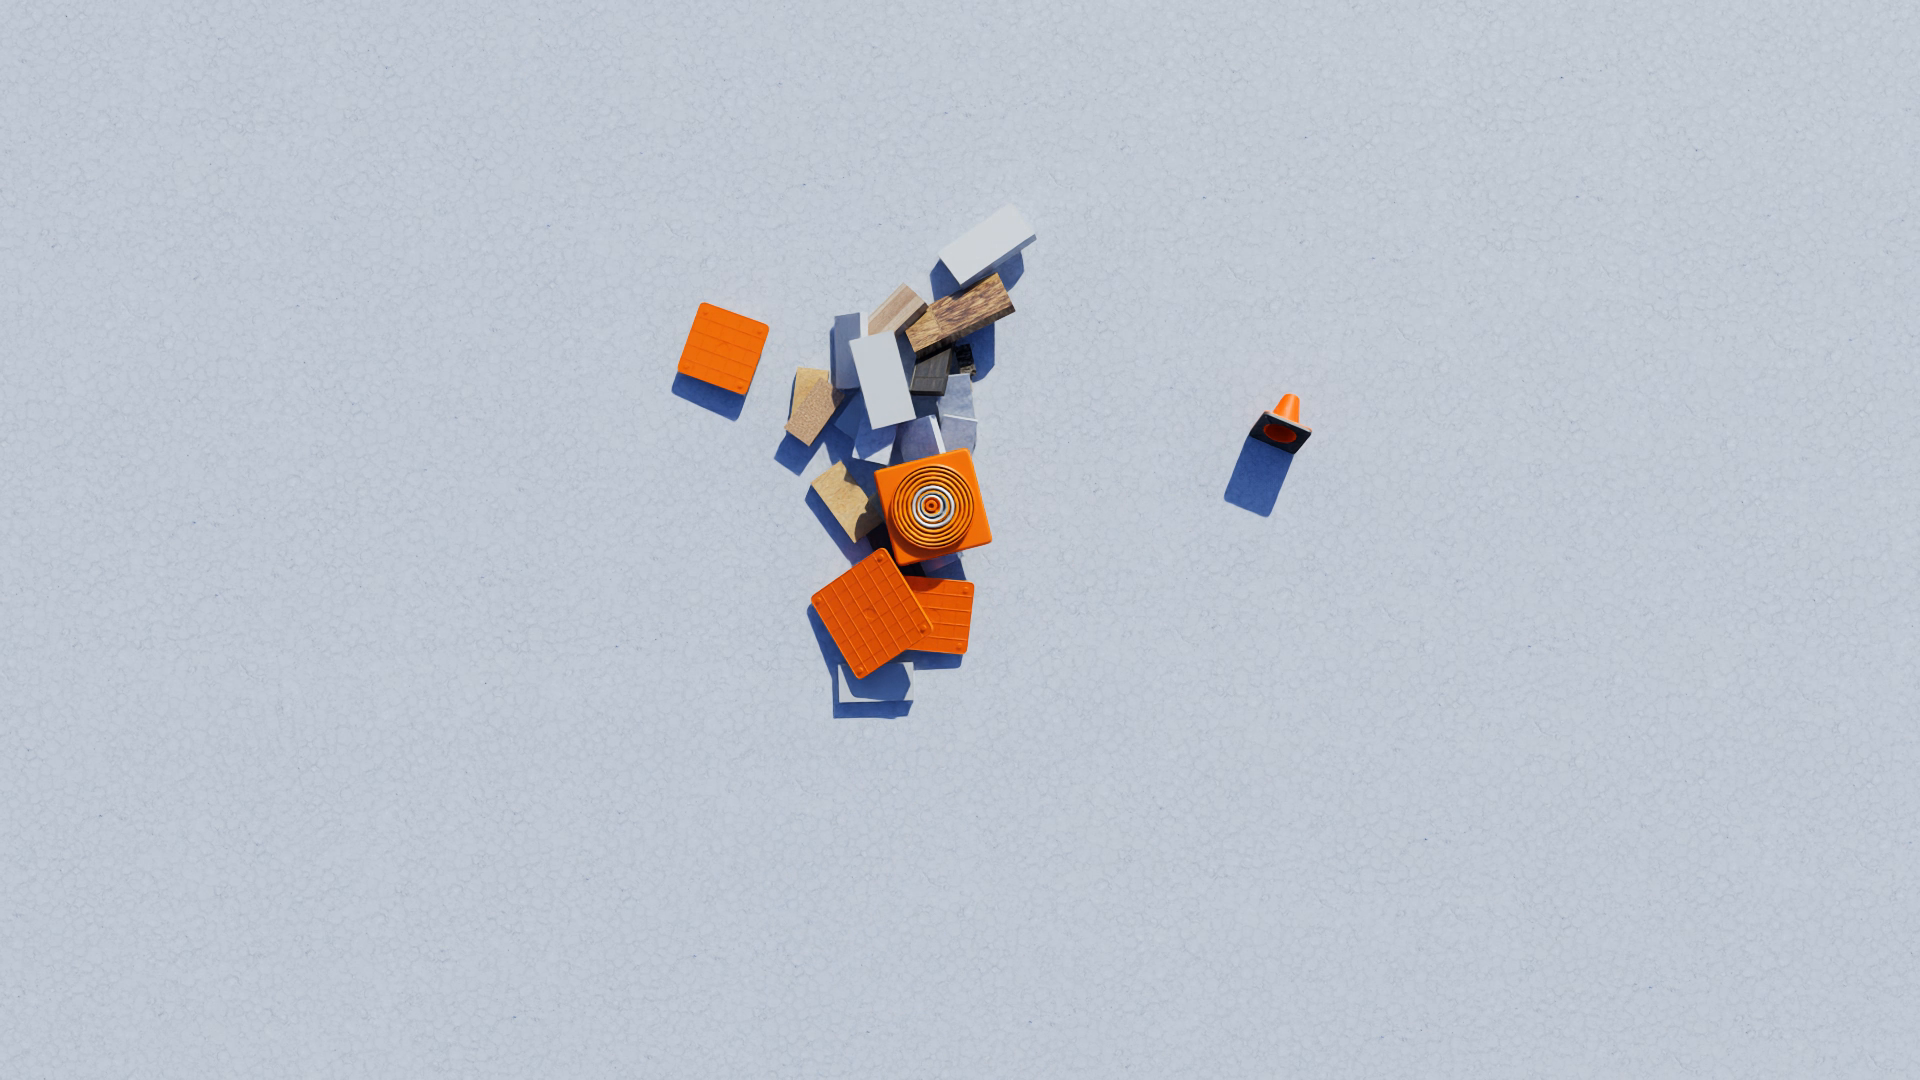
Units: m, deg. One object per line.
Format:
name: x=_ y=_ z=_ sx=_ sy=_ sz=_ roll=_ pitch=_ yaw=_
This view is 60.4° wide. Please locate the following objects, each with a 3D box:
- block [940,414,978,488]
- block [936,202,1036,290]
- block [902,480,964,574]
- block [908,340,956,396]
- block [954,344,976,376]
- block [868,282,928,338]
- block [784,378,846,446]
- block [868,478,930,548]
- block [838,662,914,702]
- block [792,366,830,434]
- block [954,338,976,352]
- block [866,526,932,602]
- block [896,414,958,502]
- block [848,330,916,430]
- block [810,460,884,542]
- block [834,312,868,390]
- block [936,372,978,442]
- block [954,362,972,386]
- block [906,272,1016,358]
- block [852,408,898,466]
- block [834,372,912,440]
block: x=-0.016 y=-0.294 z=5.454 sx=0.114 sy=0.032 sz=0.229 roll=10 pitch=105 yaw=1
block: x=0.089 y=-0.971 z=5.453 sx=0.296 sy=0.042 sz=0.148 roll=-34 pitch=68 yaw=0
block: x=-0.111 y=-0.043 z=5.444 sx=0.140 sy=0.040 sz=0.281 roll=-25 pitch=92 yaw=30
block: x=-0.088 y=-0.581 z=5.423 sx=0.114 sy=0.032 sz=0.229 roll=3 pitch=66 yaw=19
block: x=0.018 y=-0.594 z=5.470 sx=0.053 sy=0.015 sz=0.106 roll=-13 pitch=82 yaw=0
block: x=-0.231 y=-0.727 z=5.454 sx=0.243 sy=0.034 sz=0.122 roll=-45 pitch=59 yaw=0
block: x=-0.479 y=-0.424 z=5.456 sx=0.104 sy=0.029 sz=0.208 roll=36 pitch=90 yaw=0
block: x=-0.201 y=-0.086 z=5.431 sx=0.104 sy=0.029 sz=0.208 roll=-38 pitch=85 yaw=23
block: x=-0.278 y=0.472 z=5.482 sx=0.248 sy=0.035 sz=0.124 roll=-2 pitch=90 yaw=0
block: x=-0.500 y=-0.465 z=5.485 sx=0.104 sy=0.029 sz=0.208 roll=7 pitch=90 yaw=0
block: x=-0.008 y=-0.651 z=5.492 sx=0.106 sy=0.015 sz=0.053 roll=28 pitch=90 yaw=0
block: x=-0.204 y=0.069 z=5.482 sx=0.124 sy=0.035 sz=0.248 roll=-25 pitch=90 yaw=0
block: x=-0.112 y=-0.259 z=5.444 sx=0.140 sy=0.040 sz=0.281 roll=-15 pitch=92 yaw=29
block: x=-0.254 y=-0.521 z=5.383 sx=0.148 sy=0.042 sz=0.296 roll=-15 pitch=93 yaw=-9
block: x=-0.373 y=-0.127 z=5.482 sx=0.124 sy=0.035 sz=0.248 roll=-36 pitch=90 yaw=0
block: x=-0.357 y=-0.623 z=5.446 sx=0.121 sy=0.034 sz=0.243 roll=-1 pitch=90 yaw=41
block: x=-0.012 y=-0.431 z=5.453 sx=0.114 sy=0.032 sz=0.229 roll=-6 pitch=103 yaw=5
block: x=0.012 y=-0.539 z=5.479 sx=0.051 sy=0.015 sz=0.103 roll=-6 pitch=75 yaw=-1
block: x=-0.008 y=-0.741 z=5.433 sx=0.356 sy=0.042 sz=0.148 roll=-25 pitch=60 yaw=4
block: x=-0.268 y=-0.377 z=5.436 sx=0.121 sy=0.034 sz=0.243 roll=13 pitch=89 yaw=5
block: x=-0.278 y=-0.454 z=5.480 sx=0.140 sy=0.040 sz=0.281 roll=36 pitch=90 yaw=0
